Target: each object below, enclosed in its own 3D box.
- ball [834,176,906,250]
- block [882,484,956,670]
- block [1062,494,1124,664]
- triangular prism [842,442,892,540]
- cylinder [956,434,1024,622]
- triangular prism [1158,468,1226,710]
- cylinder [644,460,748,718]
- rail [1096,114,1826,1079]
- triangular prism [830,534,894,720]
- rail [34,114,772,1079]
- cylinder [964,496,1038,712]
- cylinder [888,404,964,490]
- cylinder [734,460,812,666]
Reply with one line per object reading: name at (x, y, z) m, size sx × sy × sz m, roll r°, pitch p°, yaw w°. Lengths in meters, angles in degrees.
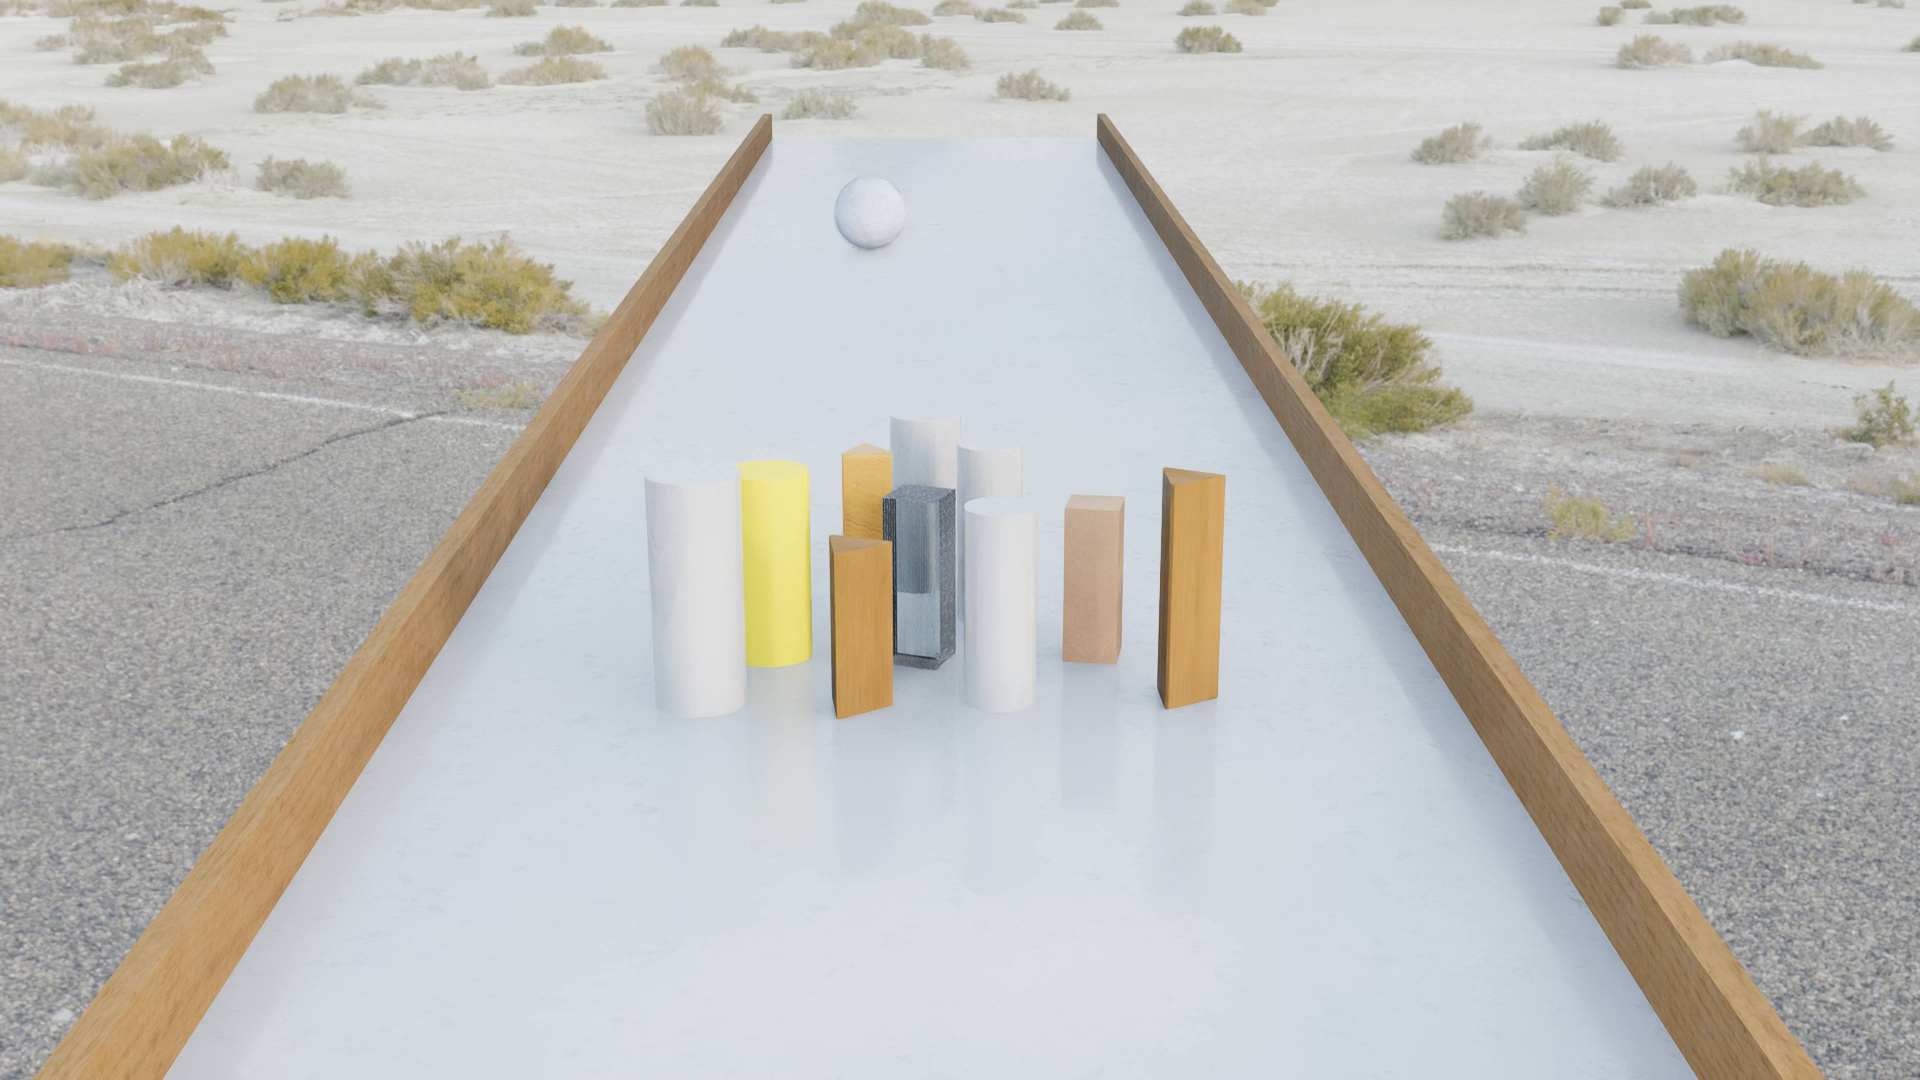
ball at (-0.382, -1.395, 9.371) m, size 0.312 × 0.312 × 0.312 m, roll 0°, pitch 17°, yaw 0°
block at (-0.080, 0.073, 4.378) m, size 0.111 × 0.344 × 0.111 m, roll 6°, pitch 18°, yaw 20°
block at (0.268, 0.078, 4.404) m, size 0.108 × 0.319 × 0.108 m, roll 3°, pitch 17°, yaw 9°
triangular prism at (-0.195, -0.015, 4.628) m, size 0.102 × 0.369 × 0.089 m, roll -1°, pitch 17°, yaw -4°
cylinder at (0.064, -0.021, 4.631) m, size 0.142 × 0.379 × 0.142 m, roll 0°, pitch 17°, yaw 0°
triangular prism at (0.414, 0.087, 4.163) m, size 0.123 × 0.440 × 0.107 m, roll -10°, pitch 19°, yaw -31°
cylinder at (-0.495, 0.091, 4.131) m, size 0.178 × 0.450 × 0.178 m, roll 0°, pitch 17°, yaw 0°
rail at (0.932, -0.844, 7.801) m, size 0.050 × 0.150 × 12.000 m, roll 0°, pitch 17°, yaw -1°
triangular prism at (-0.210, 0.157, 4.135) m, size 0.126 × 0.322 × 0.109 m, roll -12°, pitch 21°, yaw -36°
rail at (-1.118, -0.838, 7.780) m, size 0.050 × 0.150 × 12.000 m, roll 0°, pitch 17°, yaw -1°
cylinder at (0.076, 0.121, 4.147) m, size 0.138 × 0.384 × 0.138 m, roll 0°, pitch 17°, yaw 0°
cylinder at (-0.074, -0.098, 4.892) m, size 0.165 × 0.379 × 0.165 m, roll 0°, pitch 17°, yaw 0°
cylinder at (-0.380, 0.046, 4.400) m, size 0.163 × 0.383 × 0.163 m, roll 0°, pitch 17°, yaw 0°
